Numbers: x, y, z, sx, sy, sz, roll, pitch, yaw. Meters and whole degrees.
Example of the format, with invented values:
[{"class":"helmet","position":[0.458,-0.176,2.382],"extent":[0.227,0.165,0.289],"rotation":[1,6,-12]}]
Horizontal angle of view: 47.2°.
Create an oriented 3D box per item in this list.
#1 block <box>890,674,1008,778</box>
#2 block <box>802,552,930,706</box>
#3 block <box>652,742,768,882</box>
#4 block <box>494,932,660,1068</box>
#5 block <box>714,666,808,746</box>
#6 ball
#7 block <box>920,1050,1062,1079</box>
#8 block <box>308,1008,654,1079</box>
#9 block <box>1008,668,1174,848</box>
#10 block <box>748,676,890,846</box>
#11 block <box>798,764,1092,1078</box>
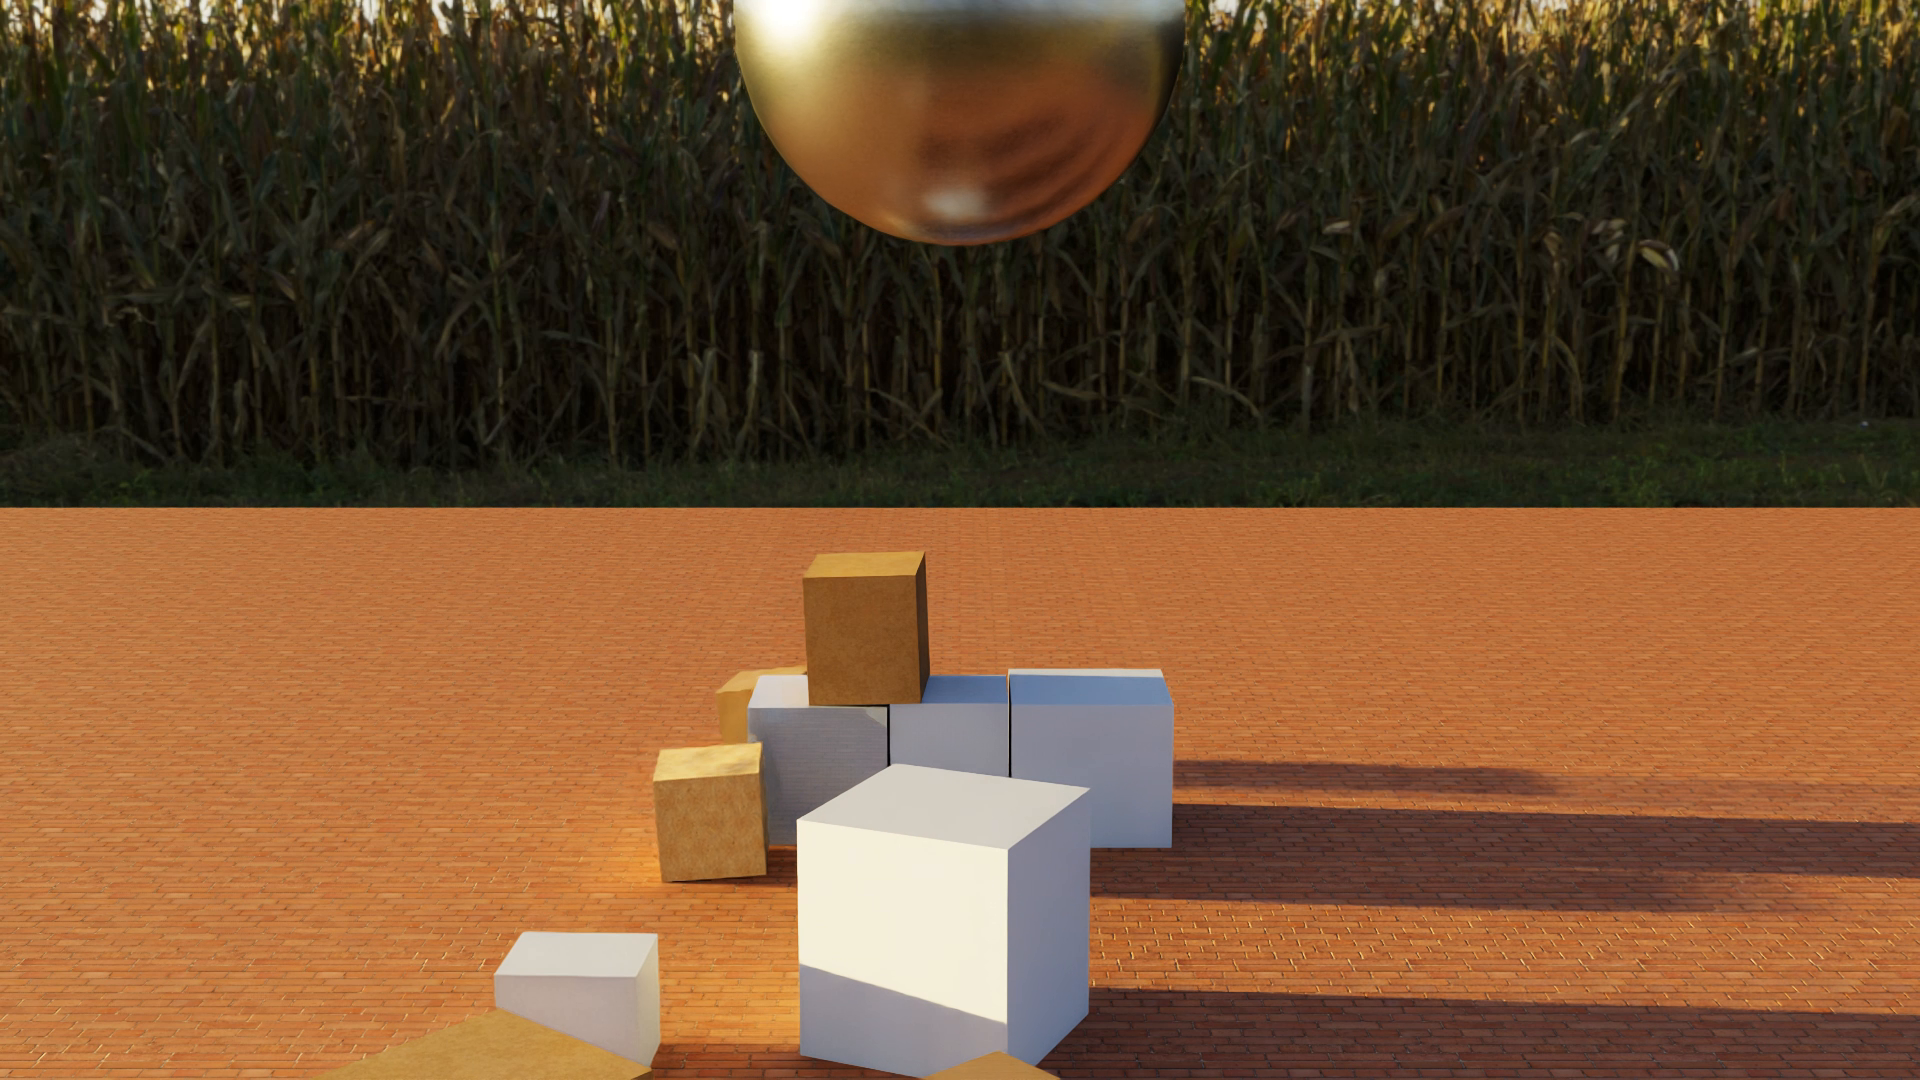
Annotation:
[{"class":"block","position":[-0.054,1.122,11.358],"extent":[0.594,0.728,0.593],"rotation":[0,10,0]},{"class":"block","position":[-0.469,0.444,11.250],"extent":[0.562,0.654,0.632],"rotation":[-2,10,4]},{"class":"block","position":[-1.212,1.328,10.764],"extent":[0.502,0.508,0.544],"rotation":[-4,11,-3]},{"class":"block","position":[-1.456,1.798,8.425],"extent":[0.532,0.448,0.449],"rotation":[0,10,2]},{"class":"block","position":[-1.079,1.013,12.546],"extent":[0.440,0.459,0.504],"rotation":[-6,9,12]},{"class":"ball","position":[0.000,-1.846,7.781],"extent":[1.600,1.600,1.600],"rotation":[0,10,0]},{"class":"block","position":[0.143,2.022,6.839],"extent":[0.507,0.575,0.626],"rotation":[-9,14,-41]},{"class":"block","position":[-1.478,1.977,6.684],"extent":[0.742,0.718,0.813],"rotation":[9,13,39]},{"class":"block","position":[0.661,1.116,11.364],"extent":[0.806,0.738,0.763],"rotation":[0,10,0]},{"class":"block","position":[-0.711,1.128,11.370],"extent":[0.699,0.713,0.683],"rotation":[0,10,0]},{"class":"block","position":[-0.049,1.497,8.668],"extent":[0.872,0.952,0.850],"rotation":[5,11,24]}]
